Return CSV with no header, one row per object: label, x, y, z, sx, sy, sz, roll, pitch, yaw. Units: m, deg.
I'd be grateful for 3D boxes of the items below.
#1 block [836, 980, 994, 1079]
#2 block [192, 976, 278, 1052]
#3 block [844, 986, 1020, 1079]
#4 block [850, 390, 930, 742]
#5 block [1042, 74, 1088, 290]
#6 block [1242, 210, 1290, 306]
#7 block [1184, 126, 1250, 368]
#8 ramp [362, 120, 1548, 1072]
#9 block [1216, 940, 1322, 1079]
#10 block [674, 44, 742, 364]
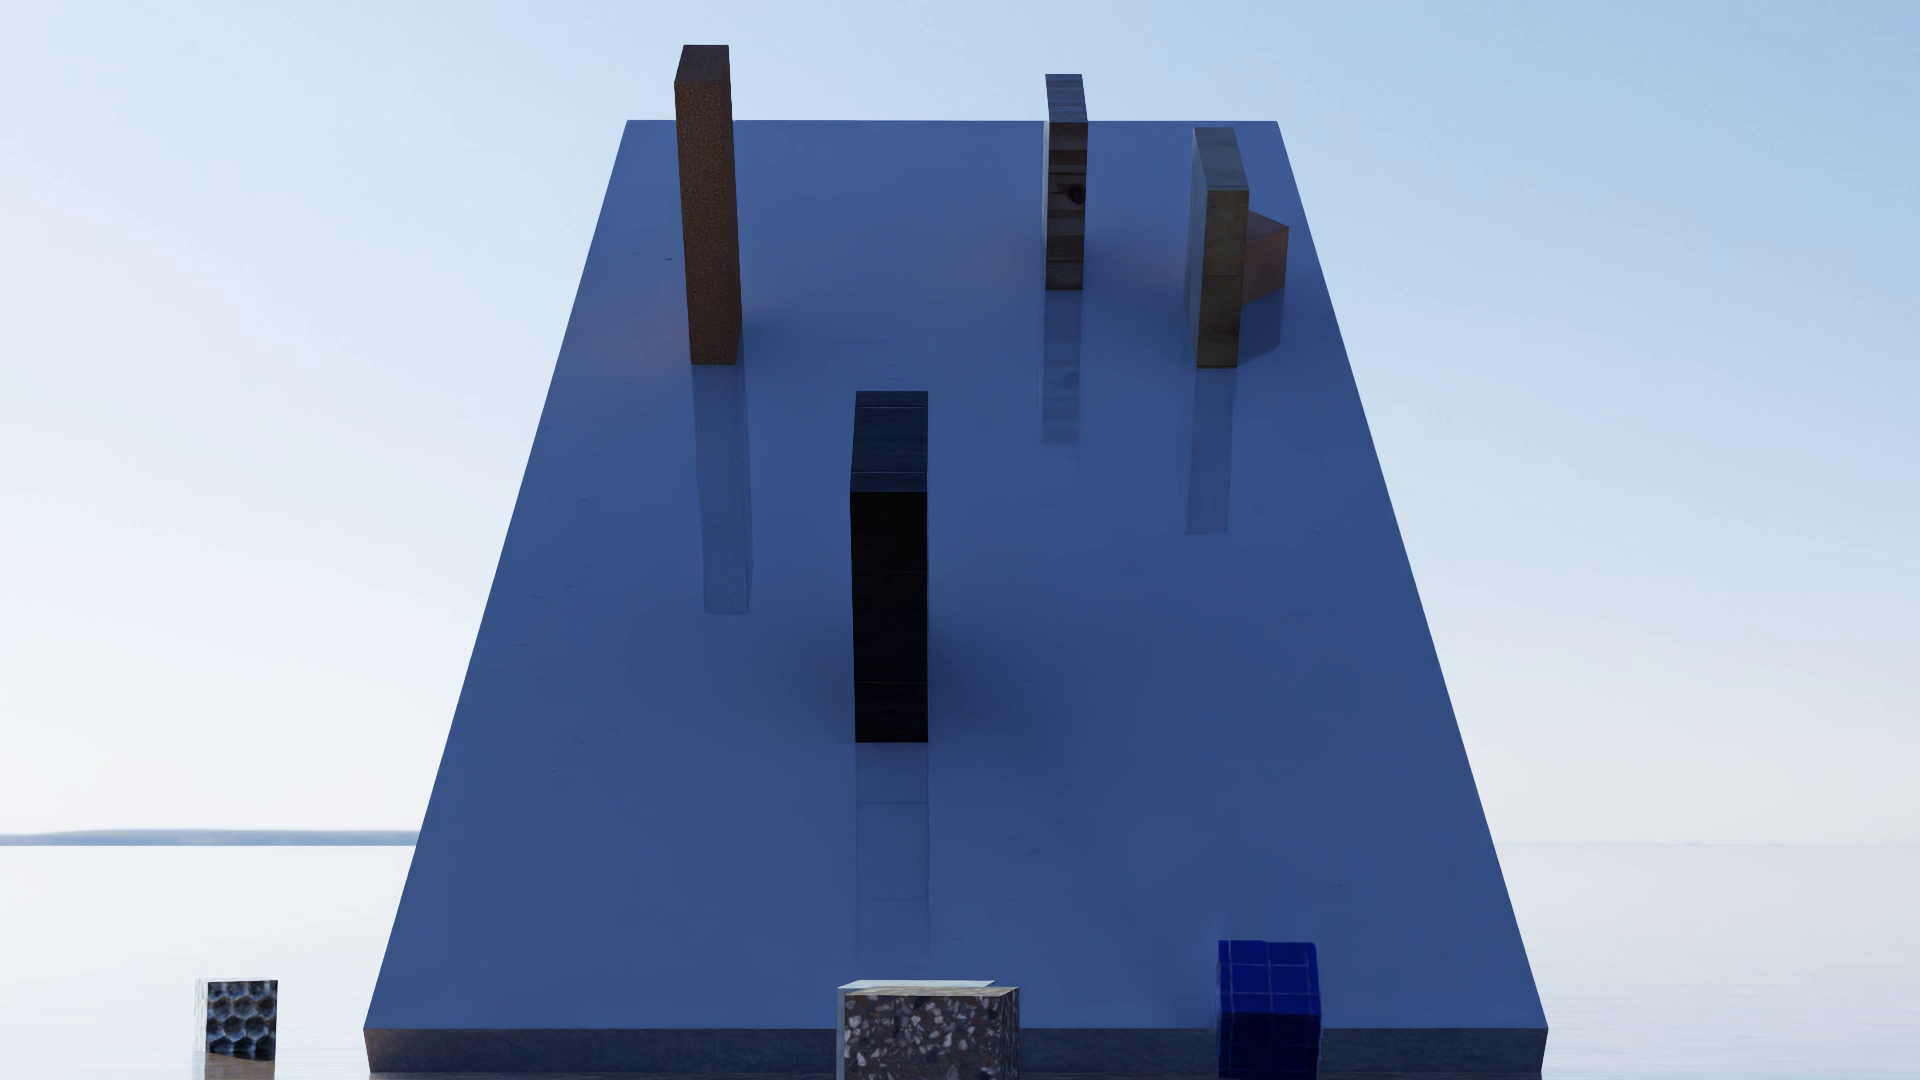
block,-0.058,0.713,3.381,0.195,0.195,0.195,-1,-7,7
block,-1.382,0.903,4.659,0.130,0.130,0.130,4,-8,-27
block,-0.034,0.687,3.177,0.198,0.198,0.198,-1,-7,8
block,-0.134,0.052,4.817,0.142,0.574,0.389,0,32,0
block,0.277,-0.959,6.537,0.099,0.475,0.339,0,32,0
block,0.743,-0.755,6.495,0.176,0.176,0.176,-26,40,-35
block,0.645,-0.741,6.180,0.101,0.485,0.395,0,32,0
ramp,-0.015,-0.191,5.846,2.000,0.100,4.000,0,32,0
block,0.507,0.777,4.037,0.159,0.159,0.159,1,37,3
block,-0.620,-0.825,6.059,0.111,0.747,0.254,0,32,0
